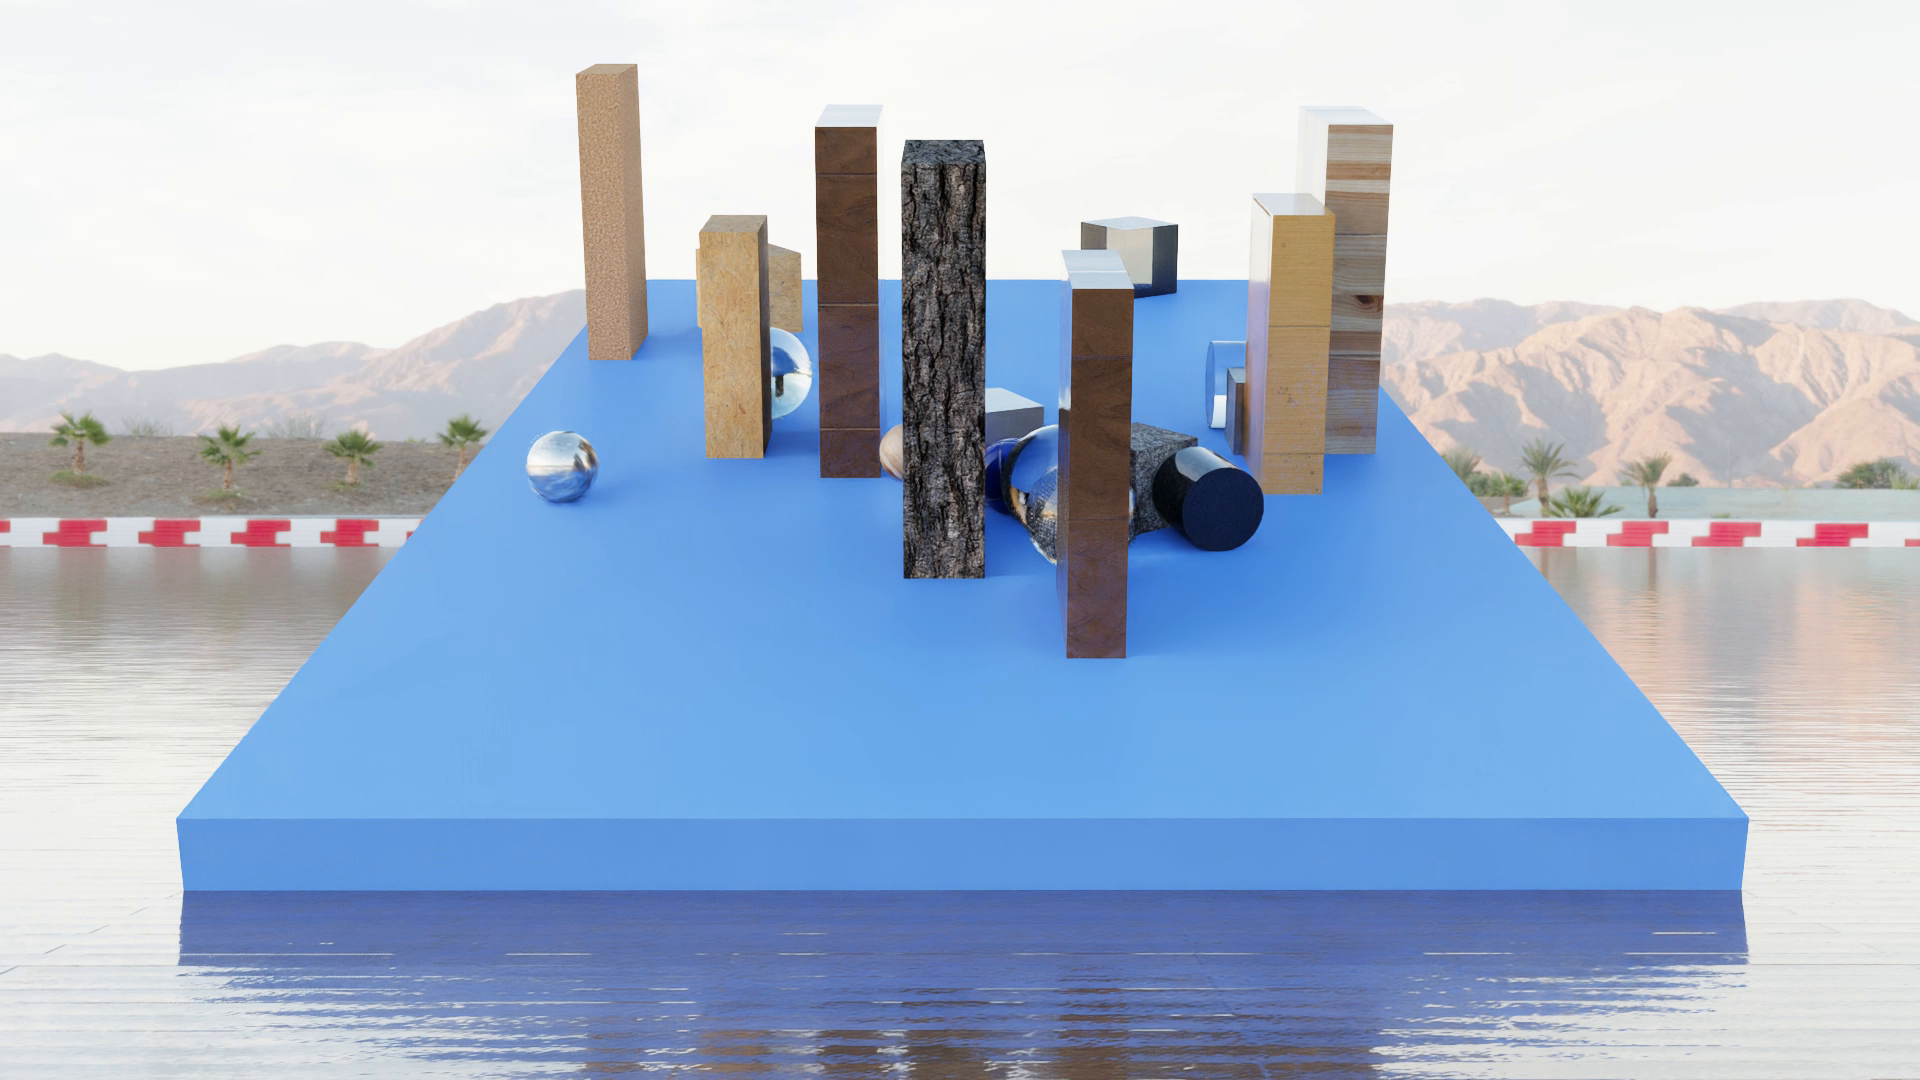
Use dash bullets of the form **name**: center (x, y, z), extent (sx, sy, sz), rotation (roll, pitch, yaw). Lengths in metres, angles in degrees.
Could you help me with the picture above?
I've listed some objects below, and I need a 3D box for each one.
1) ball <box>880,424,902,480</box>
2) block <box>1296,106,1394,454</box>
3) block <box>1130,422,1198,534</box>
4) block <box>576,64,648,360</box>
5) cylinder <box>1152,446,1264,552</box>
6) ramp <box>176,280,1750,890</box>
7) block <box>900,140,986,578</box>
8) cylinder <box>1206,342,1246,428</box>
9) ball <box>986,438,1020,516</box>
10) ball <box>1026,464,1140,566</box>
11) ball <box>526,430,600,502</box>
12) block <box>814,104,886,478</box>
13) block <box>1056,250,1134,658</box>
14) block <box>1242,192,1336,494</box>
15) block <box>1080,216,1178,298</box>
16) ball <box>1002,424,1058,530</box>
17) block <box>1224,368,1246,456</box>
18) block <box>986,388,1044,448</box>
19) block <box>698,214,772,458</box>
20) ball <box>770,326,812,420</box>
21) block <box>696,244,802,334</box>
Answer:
- **ball**: center (-0.103, -0.175, 4.397), extent (0.114, 0.114, 0.114), rotation (0, 0, 0)
- **block**: center (0.800, -0.560, 4.708), extent (0.131, 0.679, 0.391), rotation (0, 17, 0)
- **block**: center (0.327, -0.116, 4.121), extent (0.159, 0.159, 0.159), rotation (-13, 21, -38)
- **block**: center (-0.872, -0.831, 5.576), extent (0.105, 0.700, 0.334), rotation (0, 17, 0)
- **cylinder**: center (0.446, -0.074, 3.988), extent (0.155, 0.155, 0.155), rotation (0, 16, -16)
- **ramp**: center (-0.002, -0.167, 4.746), extent (2.000, 0.100, 4.000), rotation (0, 17, 0)
- **block**: center (-0.027, -0.323, 3.858), extent (0.139, 0.704, 0.361), rotation (0, 17, 0)
- **cylinder**: center (0.639, -0.337, 4.817), extent (0.190, 0.190, 0.190), rotation (0, 0, 0)
- **ball**: center (0.100, -0.119, 4.152), extent (0.147, 0.147, 0.147), rotation (0, 0, 0)
- **ball**: center (0.211, -0.042, 3.804), extent (0.196, 0.196, 0.196), rotation (0, 0, 0)
- **ball**: center (-0.760, -0.140, 4.236), extent (0.137, 0.137, 0.137), rotation (0, 0, 0)
- **block**: center (-0.219, -0.520, 4.540), extent (0.119, 0.694, 0.445), rotation (0, 17, 0)
- **block**: center (0.208, -0.144, 3.486), extent (0.090, 0.572, 0.356), rotation (0, 17, 0)
- **block**: center (0.646, -0.393, 4.381), extent (0.118, 0.543, 0.308), rotation (0, 17, 0)
- **block**: center (0.489, -0.819, 6.421), extent (0.201, 0.201, 0.201), rotation (-11, 20, -34)
- **ball**: center (0.178, -0.104, 3.994), extent (0.207, 0.207, 0.207), rotation (0, 0, 0)
- **block**: center (0.645, -0.272, 4.658), extent (0.153, 0.153, 0.153), rotation (0, 17, 0)
- **block**: center (0.039, -0.180, 4.295), extent (0.182, 0.182, 0.182), rotation (-8, 18, -25)
- **block**: center (-0.466, -0.428, 4.628), extent (0.118, 0.468, 0.248), rotation (0, 17, 0)
- **ball**: center (-0.428, -0.367, 4.883), extent (0.206, 0.206, 0.206), rotation (0, 0, 0)
- **block**: center (-0.560, -0.663, 5.873), extent (0.210, 0.210, 0.210), rotation (-9, 19, -29)
